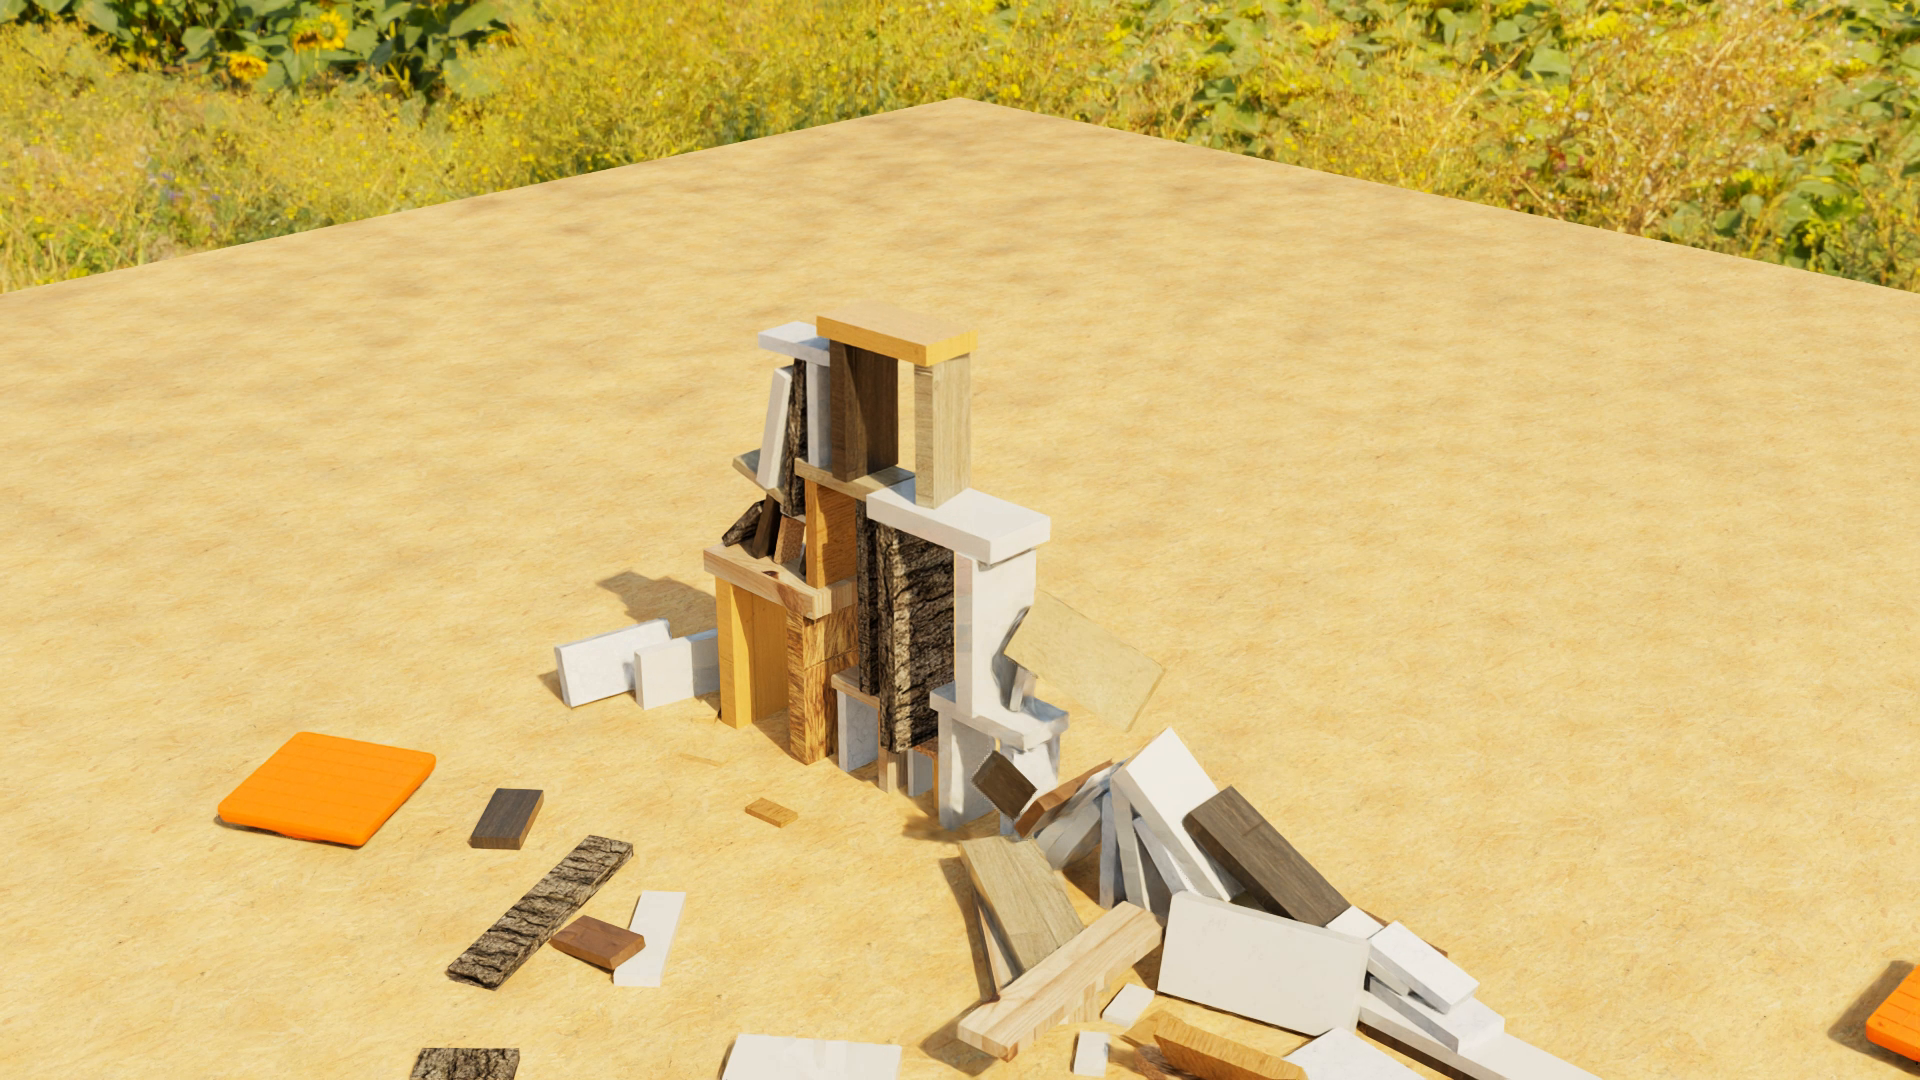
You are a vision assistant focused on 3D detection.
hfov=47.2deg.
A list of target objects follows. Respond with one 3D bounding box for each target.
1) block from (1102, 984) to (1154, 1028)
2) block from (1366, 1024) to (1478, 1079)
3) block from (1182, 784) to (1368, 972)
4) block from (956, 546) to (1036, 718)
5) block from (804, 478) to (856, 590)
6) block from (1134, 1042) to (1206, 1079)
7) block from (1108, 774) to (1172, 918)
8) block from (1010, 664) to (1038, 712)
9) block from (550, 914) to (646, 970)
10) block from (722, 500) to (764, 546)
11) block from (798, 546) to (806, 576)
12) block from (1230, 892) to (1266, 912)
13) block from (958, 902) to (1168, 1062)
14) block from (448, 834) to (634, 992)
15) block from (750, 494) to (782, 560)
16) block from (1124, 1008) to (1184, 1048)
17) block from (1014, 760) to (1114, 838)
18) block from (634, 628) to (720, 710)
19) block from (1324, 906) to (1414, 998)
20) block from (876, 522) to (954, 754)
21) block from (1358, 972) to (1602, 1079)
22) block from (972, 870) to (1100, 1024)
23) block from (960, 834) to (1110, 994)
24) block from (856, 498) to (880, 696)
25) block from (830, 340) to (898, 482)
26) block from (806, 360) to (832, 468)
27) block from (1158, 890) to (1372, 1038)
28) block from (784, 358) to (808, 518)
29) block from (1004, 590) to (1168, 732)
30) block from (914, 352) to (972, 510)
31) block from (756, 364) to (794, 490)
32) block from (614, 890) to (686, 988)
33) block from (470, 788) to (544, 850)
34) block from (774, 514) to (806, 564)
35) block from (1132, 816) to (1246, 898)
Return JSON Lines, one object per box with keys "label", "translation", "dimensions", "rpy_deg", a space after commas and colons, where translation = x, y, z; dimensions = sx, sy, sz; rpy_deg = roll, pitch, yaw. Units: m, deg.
{"label": "block", "translation": [0.294, 0.811, 3.831], "dimensions": [0.051, 0.015, 0.103], "rpy_deg": [12, 26, 26]}
{"label": "block", "translation": [0.998, 0.928, 3.540], "dimensions": [0.764, 0.025, 0.089], "rpy_deg": [21, 31, 40]}
{"label": "block", "translation": [0.577, 0.610, 3.890], "dimensions": [0.126, 0.036, 0.404], "rpy_deg": [-25, 62, -42]}
{"label": "block", "translation": [0.068, 0.161, 4.214], "dimensions": [0.165, 0.330, 0.047], "rpy_deg": [-20, 30, -39]}
{"label": "block", "translation": [-0.260, -0.028, 4.498], "dimensions": [0.118, 0.236, 0.033], "rpy_deg": [-21, 32, -41]}
{"label": "block", "translation": [0.412, 0.894, 3.607], "dimensions": [0.126, 0.036, 0.251], "rpy_deg": [-14, 27, -30]}
{"label": "block", "translation": [0.361, 0.553, 4.069], "dimensions": [0.151, 0.302, 0.043], "rpy_deg": [-22, 19, -41]}
{"label": "block", "translation": [0.130, 0.250, 4.232], "dimensions": [0.021, 0.147, 0.073], "rpy_deg": [18, 25, 18]}
{"label": "block", "translation": [-0.655, 0.727, 3.979], "dimensions": [0.164, 0.023, 0.082], "rpy_deg": [9, 29, 40]}
{"label": "block", "translation": [-0.434, -0.043, 4.666], "dimensions": [0.083, 0.024, 0.166], "rpy_deg": [-21, -13, -40]}
{"label": "block", "translation": [-0.295, 0.016, 4.549], "dimensions": [0.059, 0.118, 0.017], "rpy_deg": [-22, 52, -42]}
{"label": "block", "translation": [0.571, 0.696, 3.903], "dimensions": [0.212, 0.030, 0.106], "rpy_deg": [29, 36, 36]}
{"label": "block", "translation": [0.185, 0.744, 3.739], "dimensions": [0.103, 0.029, 0.487], "rpy_deg": [18, 28, 34]}
{"label": "block", "translation": [-0.774, 0.688, 4.104], "dimensions": [0.097, 0.027, 0.494], "rpy_deg": [9, 25, 20]}
{"label": "block", "translation": [-0.383, -0.039, 4.619], "dimensions": [0.083, 0.166, 0.024], "rpy_deg": [-21, 53, -40]}
{"label": "block", "translation": [0.332, 0.840, 3.763], "dimensions": [0.051, 0.015, 0.103], "rpy_deg": [20, 30, 39]}
{"label": "block", "translation": [0.204, 0.491, 4.173], "dimensions": [0.206, 0.103, 0.029], "rpy_deg": [-23, 66, -39]}
{"label": "block", "translation": [-0.476, 0.250, 5.000], "dimensions": [0.558, 0.134, 0.038], "rpy_deg": [-14, 27, -30]}
{"label": "block", "translation": [0.721, 0.707, 3.784], "dimensions": [0.178, 0.025, 0.089], "rpy_deg": [35, 38, 29]}
{"label": "block", "translation": [-0.086, 0.175, 4.388], "dimensions": [0.165, 0.493, 0.047], "rpy_deg": [-21, 31, -41]}
{"label": "block", "translation": [0.814, 0.829, 3.704], "dimensions": [0.556, 0.030, 0.106], "rpy_deg": [21, 31, 40]}
{"label": "block", "translation": [0.131, 0.733, 3.971], "dimensions": [0.173, 0.049, 0.415], "rpy_deg": [-3, 23, -6]}
{"label": "block", "translation": [0.130, 0.676, 3.991], "dimensions": [0.139, 0.039, 0.488], "rpy_deg": [-6, 24, -13]}
{"label": "block", "translation": [-0.152, 0.101, 4.436], "dimensions": [0.118, 0.425, 0.033], "rpy_deg": [-21, 31, -41]}
{"label": "block", "translation": [-0.187, -0.270, 4.314], "dimensions": [0.041, 0.287, 0.144], "rpy_deg": [21, 31, 40]}
{"label": "block", "translation": [-0.254, -0.263, 4.386], "dimensions": [0.031, 0.218, 0.109], "rpy_deg": [22, 31, 40]}
{"label": "block", "translation": [0.522, 0.736, 3.797], "dimensions": [0.346, 0.173, 0.049], "rpy_deg": [11, 8, 25]}
{"label": "block", "translation": [-0.297, -0.221, 4.461], "dimensions": [0.031, 0.352, 0.109], "rpy_deg": [30, 36, 36]}
{"label": "block", "translation": [0.234, 0.226, 4.110], "dimensions": [0.278, 0.139, 0.039], "rpy_deg": [33, 4, 20]}
{"label": "block", "translation": [-0.032, -0.219, 4.197], "dimensions": [0.041, 0.289, 0.144], "rpy_deg": [12, 26, 27]}
{"label": "block", "translation": [-0.335, -0.239, 4.493], "dimensions": [0.134, 0.267, 0.038], "rpy_deg": [-20, 45, -39]}
{"label": "block", "translation": [-0.564, 0.726, 4.019], "dimensions": [0.082, 0.023, 0.277], "rpy_deg": [1, 23, 3]}
{"label": "block", "translation": [-0.906, 0.558, 4.409], "dimensions": [0.097, 0.027, 0.193], "rpy_deg": [2, 23, 4]}
{"label": "block", "translation": [-0.354, -0.008, 4.603], "dimensions": [0.059, 0.118, 0.017], "rpy_deg": [-22, 46, -41]}
{"label": "block", "translation": [0.447, 0.611, 3.998], "dimensions": [0.151, 0.301, 0.043], "rpy_deg": [-22, -11, -41]}
